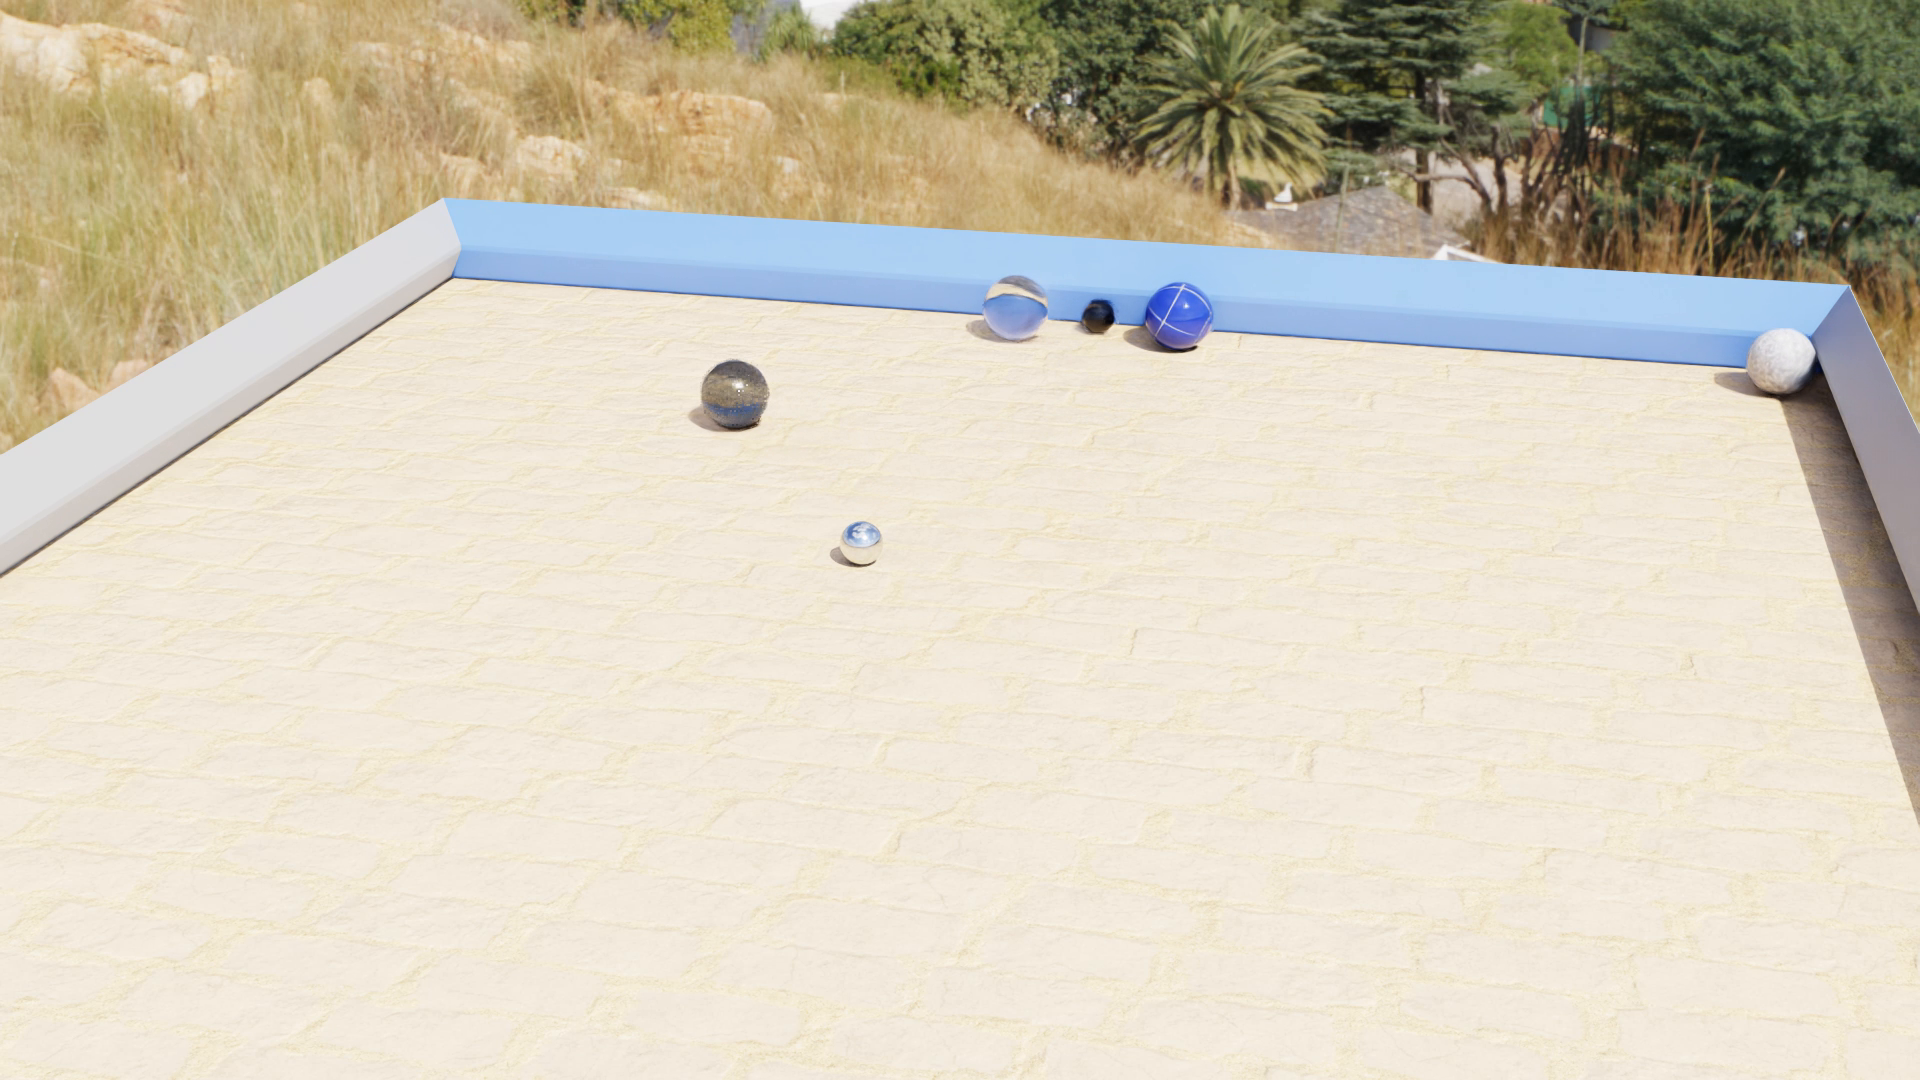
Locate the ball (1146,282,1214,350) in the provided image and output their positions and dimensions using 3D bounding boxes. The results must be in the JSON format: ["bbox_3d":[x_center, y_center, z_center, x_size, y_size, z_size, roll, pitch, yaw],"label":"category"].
[{"bbox_3d":[0.312,-0.318,3.122,0.097,0.097,0.097,0,24,0],"label":"ball"}]

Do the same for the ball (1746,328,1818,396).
[{"bbox_3d":[1.102,-0.239,2.950,0.089,0.089,0.089,0,24,0],"label":"ball"}]

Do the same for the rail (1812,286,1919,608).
[{"bbox_3d":[0.780,0.423,1.390,0.045,0.126,3.649,5,24,12],"label":"rail"}]

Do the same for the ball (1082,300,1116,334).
[{"bbox_3d":[0.202,-0.324,3.196,0.048,0.048,0.048,0,24,0],"label":"ball"}]

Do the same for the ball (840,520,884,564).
[{"bbox_3d":[-0.110,0.003,2.446,0.049,0.049,0.049,0,24,0],"label":"ball"}]

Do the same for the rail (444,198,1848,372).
[{"bbox_3d":[0.198,-0.371,3.204,2.065,0.126,0.045,5,24,12],"label":"rail"}]

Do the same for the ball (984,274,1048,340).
[{"bbox_3d":[0.081,-0.334,3.162,0.094,0.094,0.094,0,24,0],"label":"ball"}]

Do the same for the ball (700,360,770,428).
[{"bbox_3d":[-0.290,-0.188,2.835,0.088,0.088,0.088,0,24,0],"label":"ball"}]

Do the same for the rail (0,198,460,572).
[{"bbox_3d":[-1.187,0.242,1.802,0.045,0.126,3.649,5,24,12],"label":"rail"}]
